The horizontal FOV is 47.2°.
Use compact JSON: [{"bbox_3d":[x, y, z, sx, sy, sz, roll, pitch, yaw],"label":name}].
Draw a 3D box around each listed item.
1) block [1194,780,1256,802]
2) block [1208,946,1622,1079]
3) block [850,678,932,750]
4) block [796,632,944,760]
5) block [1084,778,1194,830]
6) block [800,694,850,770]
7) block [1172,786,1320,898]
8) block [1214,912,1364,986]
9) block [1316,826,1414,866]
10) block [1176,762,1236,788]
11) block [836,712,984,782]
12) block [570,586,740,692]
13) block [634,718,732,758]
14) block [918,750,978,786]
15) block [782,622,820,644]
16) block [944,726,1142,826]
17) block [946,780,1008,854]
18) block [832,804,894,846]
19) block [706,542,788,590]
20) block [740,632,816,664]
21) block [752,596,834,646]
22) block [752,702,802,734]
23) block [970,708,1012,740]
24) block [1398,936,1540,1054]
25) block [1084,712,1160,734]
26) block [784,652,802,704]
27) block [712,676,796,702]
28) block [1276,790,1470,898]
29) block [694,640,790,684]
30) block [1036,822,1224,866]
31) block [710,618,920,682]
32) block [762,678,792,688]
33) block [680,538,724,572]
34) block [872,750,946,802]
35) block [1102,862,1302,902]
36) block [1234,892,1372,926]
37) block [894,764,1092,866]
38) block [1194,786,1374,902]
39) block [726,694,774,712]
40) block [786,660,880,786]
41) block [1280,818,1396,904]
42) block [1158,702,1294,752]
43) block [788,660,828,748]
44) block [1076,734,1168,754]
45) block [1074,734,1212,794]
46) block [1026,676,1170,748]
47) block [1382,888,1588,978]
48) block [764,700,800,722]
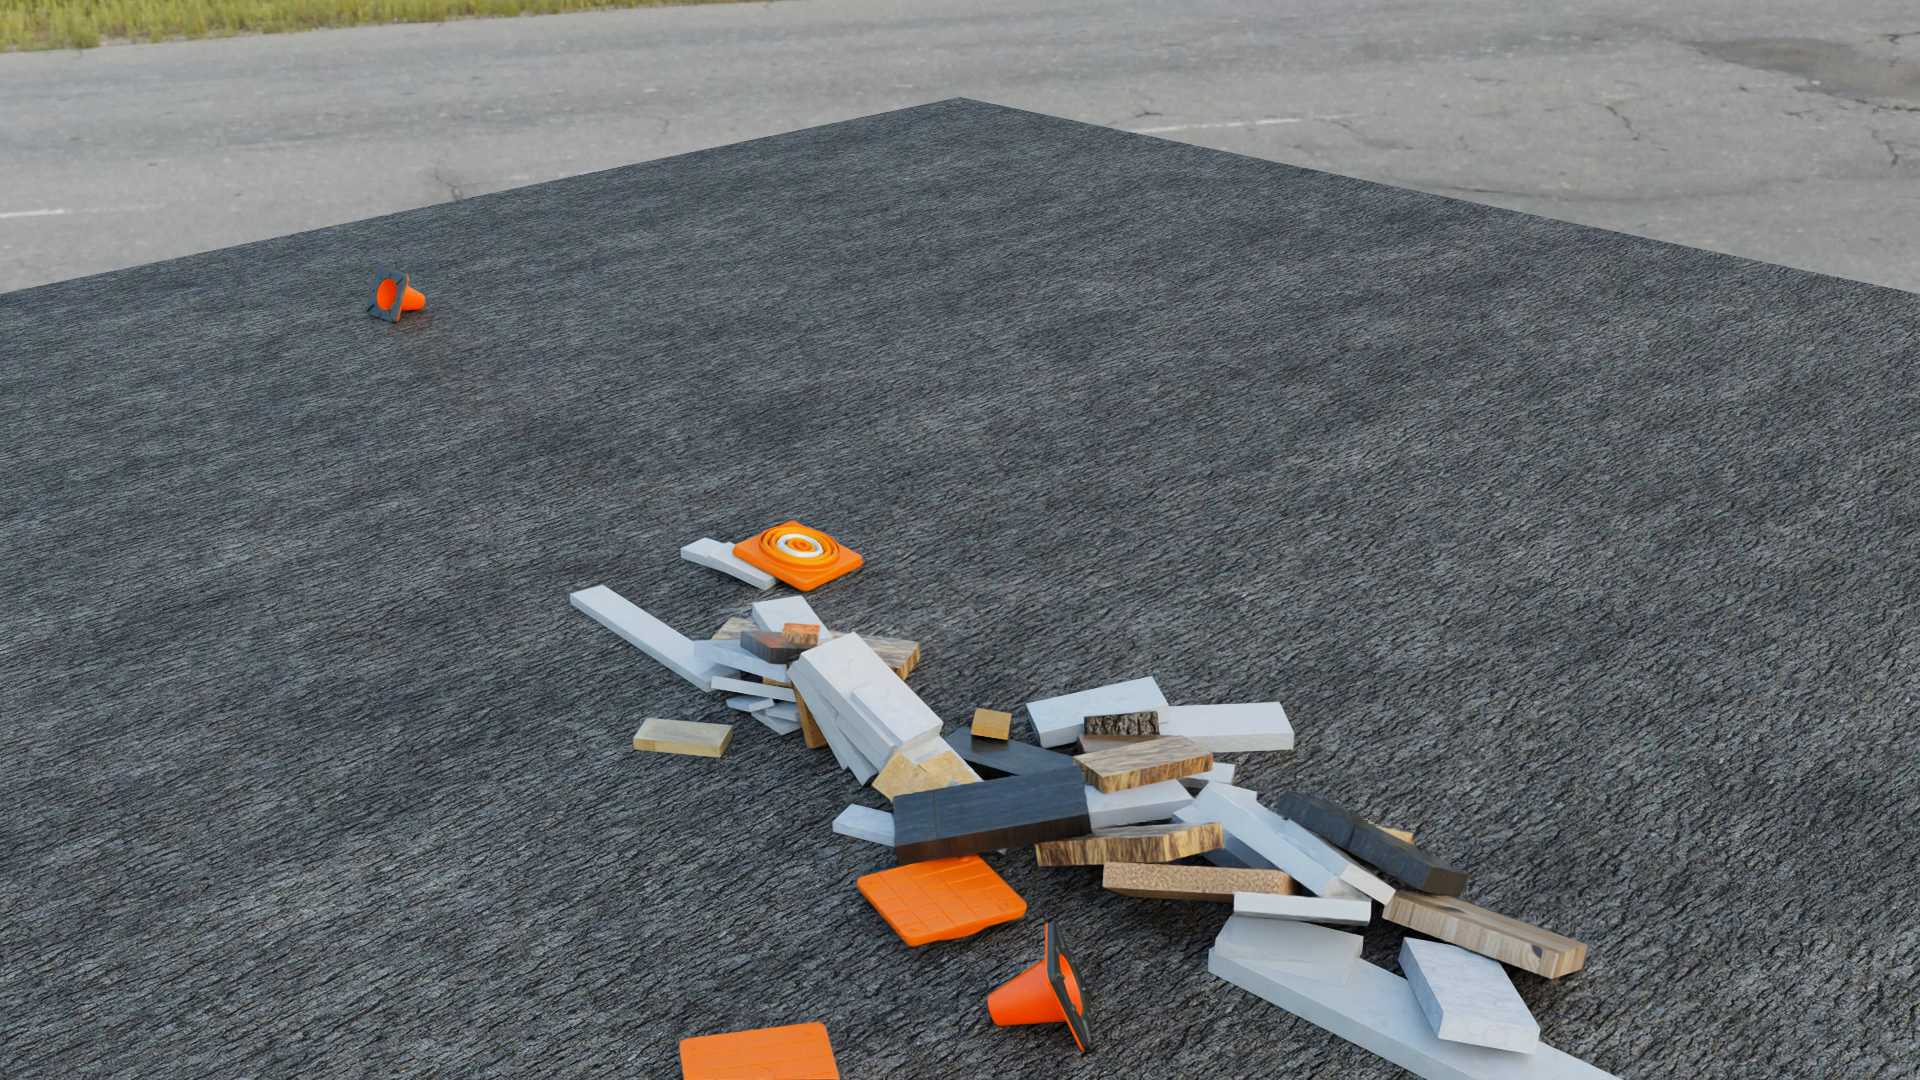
[{"bbox_3d":[0.512,0.552,4.423,0.102,0.029,0.204,12,26,26],"label":"block"},{"bbox_3d":[0.852,0.859,3.678,0.970,0.046,0.162,20,30,39],"label":"block"},{"bbox_3d":[-0.142,0.355,4.496,0.080,0.023,0.160,-23,54,-41],"label":"block"},{"bbox_3d":[-0.188,0.322,4.569,0.148,0.042,0.297,-21,53,-40],"label":"block"},{"bbox_3d":[0.324,0.523,4.373,0.253,0.036,0.126,-6,17,-14],"label":"block"},{"bbox_3d":[-0.250,0.388,4.662,0.094,0.027,0.188,-19,71,-38],"label":"block"},{"bbox_3d":[0.585,0.599,4.241,0.168,0.048,0.336,-18,35,-36],"label":"block"},{"bbox_3d":[0.584,0.720,3.903,0.236,0.033,0.118,10,25,22],"label":"block"},{"bbox_3d":[0.777,0.593,4.326,0.204,0.029,0.102,10,25,22],"label":"block"},{"bbox_3d":[0.442,0.483,4.595,0.254,0.022,0.078,6,24,13],"label":"block"},{"bbox_3d":[-0.106,0.438,4.533,0.148,0.042,0.297,-21,53,-40],"label":"block"},{"bbox_3d":[-0.727,0.227,5.193,0.091,0.026,0.615,-17,29,-35],"label":"block"},{"bbox_3d":[-0.595,0.424,4.726,0.192,0.027,0.096,4,23,10],"label":"block"},{"bbox_3d":[-0.001,0.506,4.442,0.086,0.024,0.172,-21,57,-40],"label":"block"},{"bbox_3d":[-0.356,0.209,4.926,0.080,0.023,0.160,4,5,-2],"label":"block"},{"bbox_3d":[0.181,0.486,4.569,0.490,0.036,0.126,13,26,29],"label":"block"},{"bbox_3d":[0.035,0.547,4.348,0.172,0.086,0.024,23,-13,31],"label":"block"},{"bbox_3d":[-0.164,0.571,4.386,0.160,0.023,0.080,11,25,23],"label":"block"},{"bbox_3d":[-0.536,0.065,5.527,0.182,0.026,0.091,24,32,22],"label":"block"},{"bbox_3d":[-0.395,0.239,4.876,0.123,0.035,0.246,3,5,-21],"label":"block"},{"bbox_3d":[-0.392,0.202,5.137,0.123,0.035,0.246,-8,24,-19],"label":"block"},{"bbox_3d":[-0.400,0.390,4.820,0.059,0.017,0.117,-18,29,-35],"label":"block"},{"bbox_3d":[0.068,0.396,4.737,0.078,0.022,0.157,9,9,2],"label":"block"},{"bbox_3d":[0.866,0.775,3.759,0.162,0.046,0.325,10,12,-2],"label":"block"},{"bbox_3d":[0.346,0.411,4.690,0.157,0.078,0.022,-4,0,-8],"label":"block"},{"bbox_3d":[-0.308,0.332,4.742,0.094,0.188,0.027,-20,8,-38],"label":"block"},{"bbox_3d":[-0.408,0.336,4.864,0.273,0.027,0.096,7,-3,25],"label":"block"},{"bbox_3d":[0.781,0.576,4.175,0.336,0.048,0.168,26,4,38],"label":"block"},{"bbox_3d":[-0.442,0.268,4.896,0.123,0.035,0.370,1,6,-39],"label":"block"},{"bbox_3d":[0.317,0.573,4.142,0.165,0.047,0.329,-6,-4,-43],"label":"block"},{"bbox_3d":[-0.338,0.255,5.107,0.471,0.040,0.143,7,24,16],"label":"block"},{"bbox_3d":[-0.364,0.303,4.936,0.096,0.027,0.192,6,5,15],"label":"block"},{"bbox_3d":[-0.618,0.041,5.631,0.182,0.026,0.091,17,28,34],"label":"block"},{"bbox_3d":[-0.088,0.504,4.394,0.172,0.086,0.024,33,-7,32],"label":"block"},{"bbox_3d":[0.445,0.631,4.036,0.329,0.047,0.165,-1,-15,23],"label":"block"},{"bbox_3d":[0.604,0.653,3.893,0.236,0.033,0.118,3,-13,8],"label":"block"},{"bbox_3d":[0.060,0.531,4.251,0.373,0.048,0.168,-10,28,2],"label":"block"},{"bbox_3d":[0.598,0.578,4.082,0.329,0.047,0.165,34,0,43],"label":"block"},{"bbox_3d":[-0.463,0.359,4.850,0.058,0.017,0.117,-14,9,-30],"label":"block"},{"bbox_3d":[-0.223,0.363,4.634,0.148,0.042,0.297,-21,67,-40],"label":"block"},{"bbox_3d":[0.695,0.592,4.056,0.118,0.033,0.236,32,1,-23],"label":"block"},{"bbox_3d":[0.564,0.406,4.751,0.285,0.040,0.143,-2,23,-4],"label":"block"},{"bbox_3d":[-0.303,0.342,4.712,0.094,0.188,0.027,-15,5,-39],"label":"block"},{"bbox_3d":[0.355,0.442,4.610,0.204,0.029,0.102,1,18,-7],"label":"block"},{"bbox_3d":[0.373,0.455,4.472,0.253,0.036,0.126,-9,17,-23],"label":"block"},{"bbox_3d":[0.299,0.374,4.771,0.285,0.040,0.143,-12,24,-6],"label":"block"},{"bbox_3d":[0.945,0.705,3.965,0.325,0.046,0.162,16,6,33],"label":"block"},{"bbox_3d":[-0.367,0.371,4.786,0.058,0.017,0.117,-18,14,-36],"label":"block"}]
